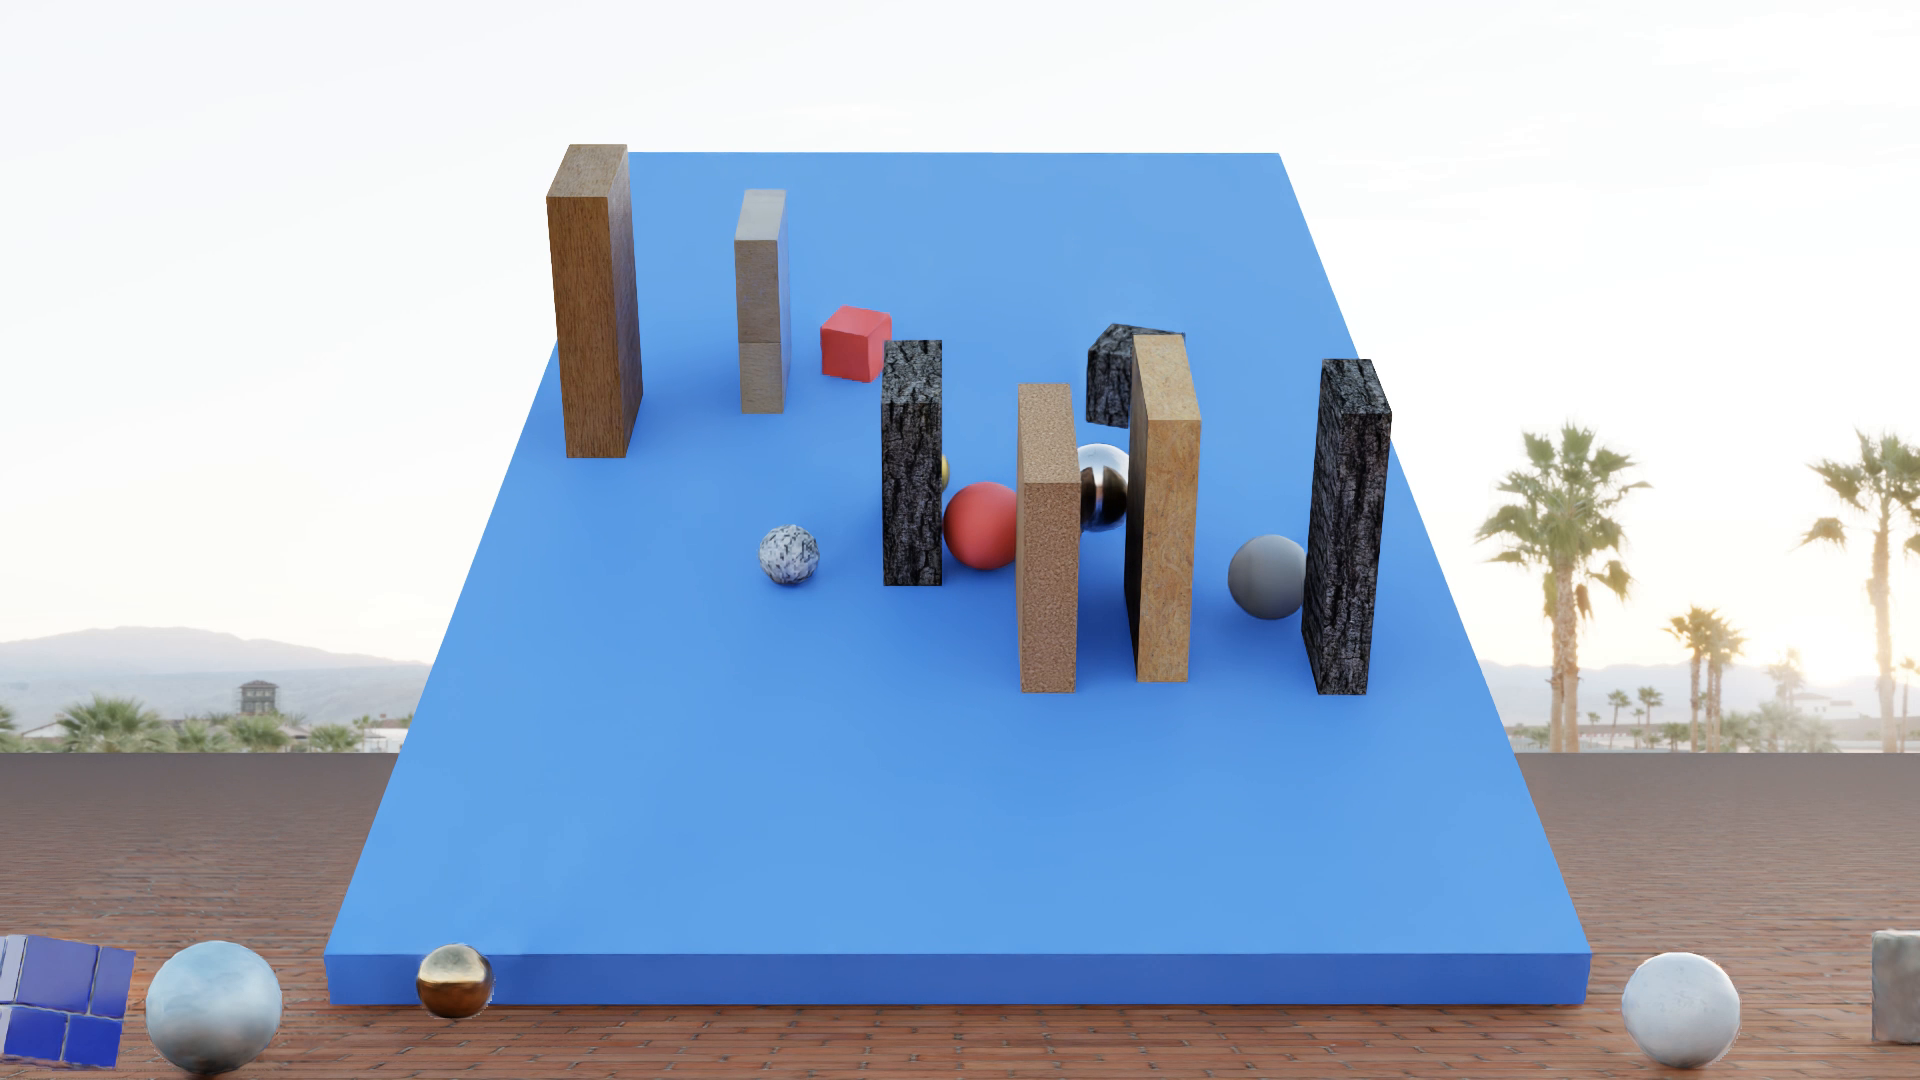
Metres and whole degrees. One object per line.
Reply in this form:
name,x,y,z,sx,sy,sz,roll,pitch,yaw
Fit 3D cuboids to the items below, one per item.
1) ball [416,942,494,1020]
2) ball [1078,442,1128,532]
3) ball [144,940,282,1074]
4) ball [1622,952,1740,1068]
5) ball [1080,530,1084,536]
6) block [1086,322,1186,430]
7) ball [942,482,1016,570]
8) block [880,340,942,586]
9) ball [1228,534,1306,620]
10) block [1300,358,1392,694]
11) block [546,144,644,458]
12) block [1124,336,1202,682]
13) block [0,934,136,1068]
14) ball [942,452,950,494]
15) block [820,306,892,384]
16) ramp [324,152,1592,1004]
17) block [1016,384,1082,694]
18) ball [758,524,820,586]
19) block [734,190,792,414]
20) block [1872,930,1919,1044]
ball,-0.763,0.666,3.589,0.114,0.114,0.114,0,-5,0
ball,0.280,-0.106,4.818,0.182,0.182,0.182,0,-5,0
ball,-0.939,0.589,2.994,0.165,0.165,0.165,0,-5,0
ball,0.926,0.603,3.055,0.146,0.146,0.146,0,-5,0
ball,0.193,-0.052,4.946,0.146,0.146,0.146,0,-5,0
block,0.409,-0.378,5.538,0.181,0.181,0.181,10,29,19
ball,0.053,-0.029,4.864,0.181,0.181,0.181,0,-5,0
block,-0.096,-0.161,4.873,0.119,0.406,0.321,0,27,0
ball,0.612,0.073,4.686,0.168,0.168,0.168,0,-5,0
block,0.716,-0.023,4.426,0.090,0.578,0.246,0,27,0
block,-0.820,-0.542,5.374,0.132,0.616,0.360,0,27,0
block,0.382,-0.063,4.538,0.094,0.544,0.391,0,27,0
block,-1.014,0.513,2.634,0.128,0.128,0.128,-13,-25,43
ball,-0.087,-0.145,5.137,0.134,0.134,0.134,0,-5,0
block,-0.251,-0.475,5.766,0.128,0.128,0.128,13,35,21
ramp,-0.011,-0.225,5.546,2.000,0.100,4.000,0,27,0
block,0.165,-0.010,4.548,0.101,0.438,0.443,0,27,0
ball,-0.346,0.030,4.811,0.123,0.123,0.123,0,-5,0
block,-0.463,-0.567,5.628,0.098,0.429,0.350,0,27,0
block,1.358,0.621,3.306,0.146,0.146,0.146,-2,-7,31
